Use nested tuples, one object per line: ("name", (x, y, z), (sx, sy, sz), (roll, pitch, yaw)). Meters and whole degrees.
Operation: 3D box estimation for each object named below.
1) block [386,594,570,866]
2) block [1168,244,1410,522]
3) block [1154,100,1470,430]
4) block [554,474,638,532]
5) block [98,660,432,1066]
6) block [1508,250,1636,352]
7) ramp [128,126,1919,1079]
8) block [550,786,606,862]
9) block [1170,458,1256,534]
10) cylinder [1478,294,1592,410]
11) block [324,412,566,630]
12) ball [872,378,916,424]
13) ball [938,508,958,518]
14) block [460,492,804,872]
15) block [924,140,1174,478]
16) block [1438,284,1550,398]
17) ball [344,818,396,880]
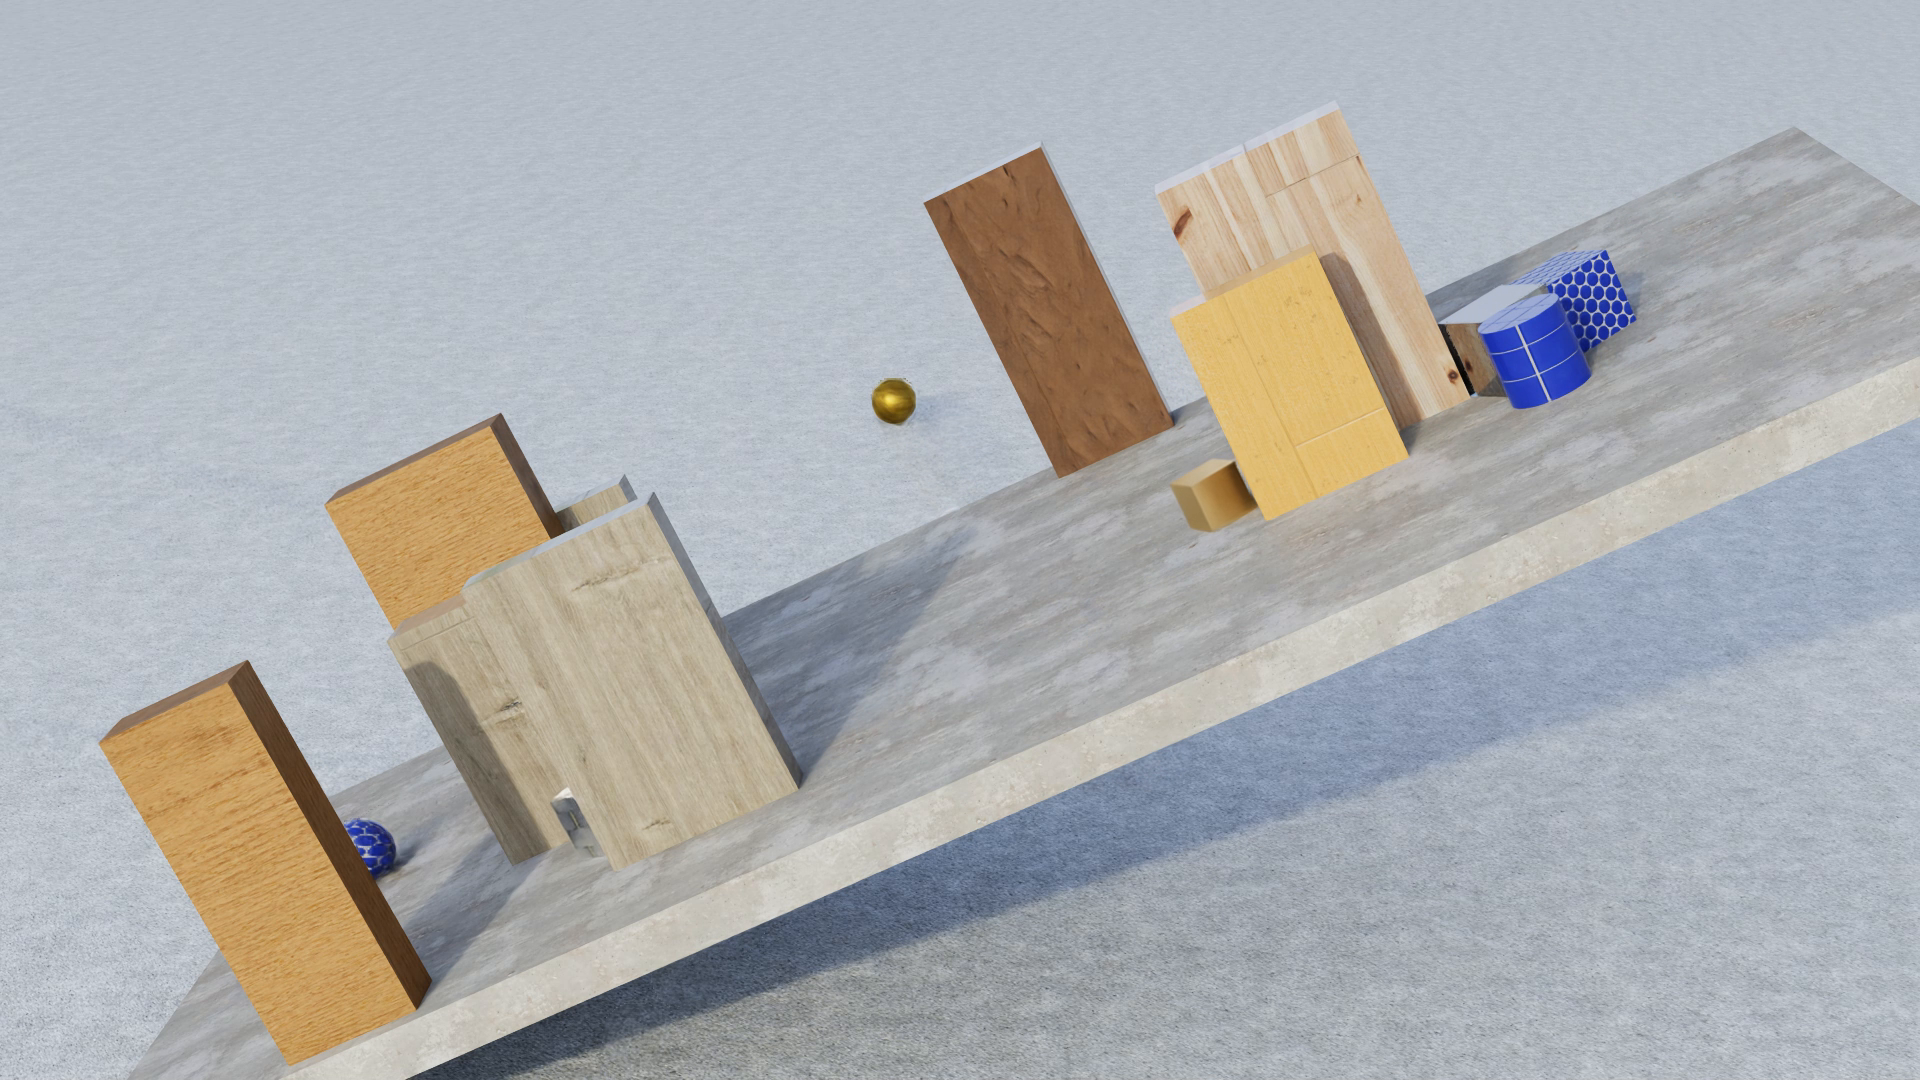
("block", (-0.857, 0.337, 6.130), (0.440, 0.547, 0.137), (-24, 13, 9))
("block", (0.659, -0.315, 5.894), (0.313, 0.461, 0.094), (-24, 13, 9))
("block", (0.728, -0.514, 6.078), (0.407, 0.662, 0.125), (-24, 13, 9))
("block", (-0.790, 0.129, 6.886), (0.261, 0.502, 0.089), (-24, 13, 9))
("block", (-1.306, 0.613, 5.559), (0.279, 0.722, 0.135), (-24, 13, 9))
("block", (1.254, -0.486, 6.057), (0.162, 0.162, 0.162), (-31, 14, -18))
("ramp", (0.137, 0.168, 6.281), (4.000, 0.100, 2.000), (-24, 13, 9))
("block", (-0.708, 0.543, 5.950), (0.142, 0.142, 0.142), (-16, 17, 38))
("block", (0.522, -0.091, 6.076), (0.109, 0.109, 0.109), (-30, 14, -15))
("cylinder", (1.140, -0.374, 5.834), (0.170, 0.170, 0.170), (-25, 13, 6))
("block", (-1.076, 0.149, 6.777), (0.431, 0.769, 0.132), (-24, 13, 9))
("ball", (-0.264, -0.555, 11.772), (0.180, 0.180, 0.180), (0, 16, 0))
("ball", (-0.002, -0.021, 9.926), (0.180, 0.180, 0.180), (0, 16, 0))
("block", (-0.634, 0.280, 5.723), (0.408, 0.638, 0.090), (-24, 13, 9))
("block", (0.215, -0.545, 7.000), (0.305, 0.741, 0.101), (-24, 13, 9))
("block", (1.117, -0.407, 6.006), (0.169, 0.169, 0.169), (-31, 14, -18))
("ball", (-1.334, 0.695, 6.560), (0.146, 0.146, 0.146), (0, 16, 0))
